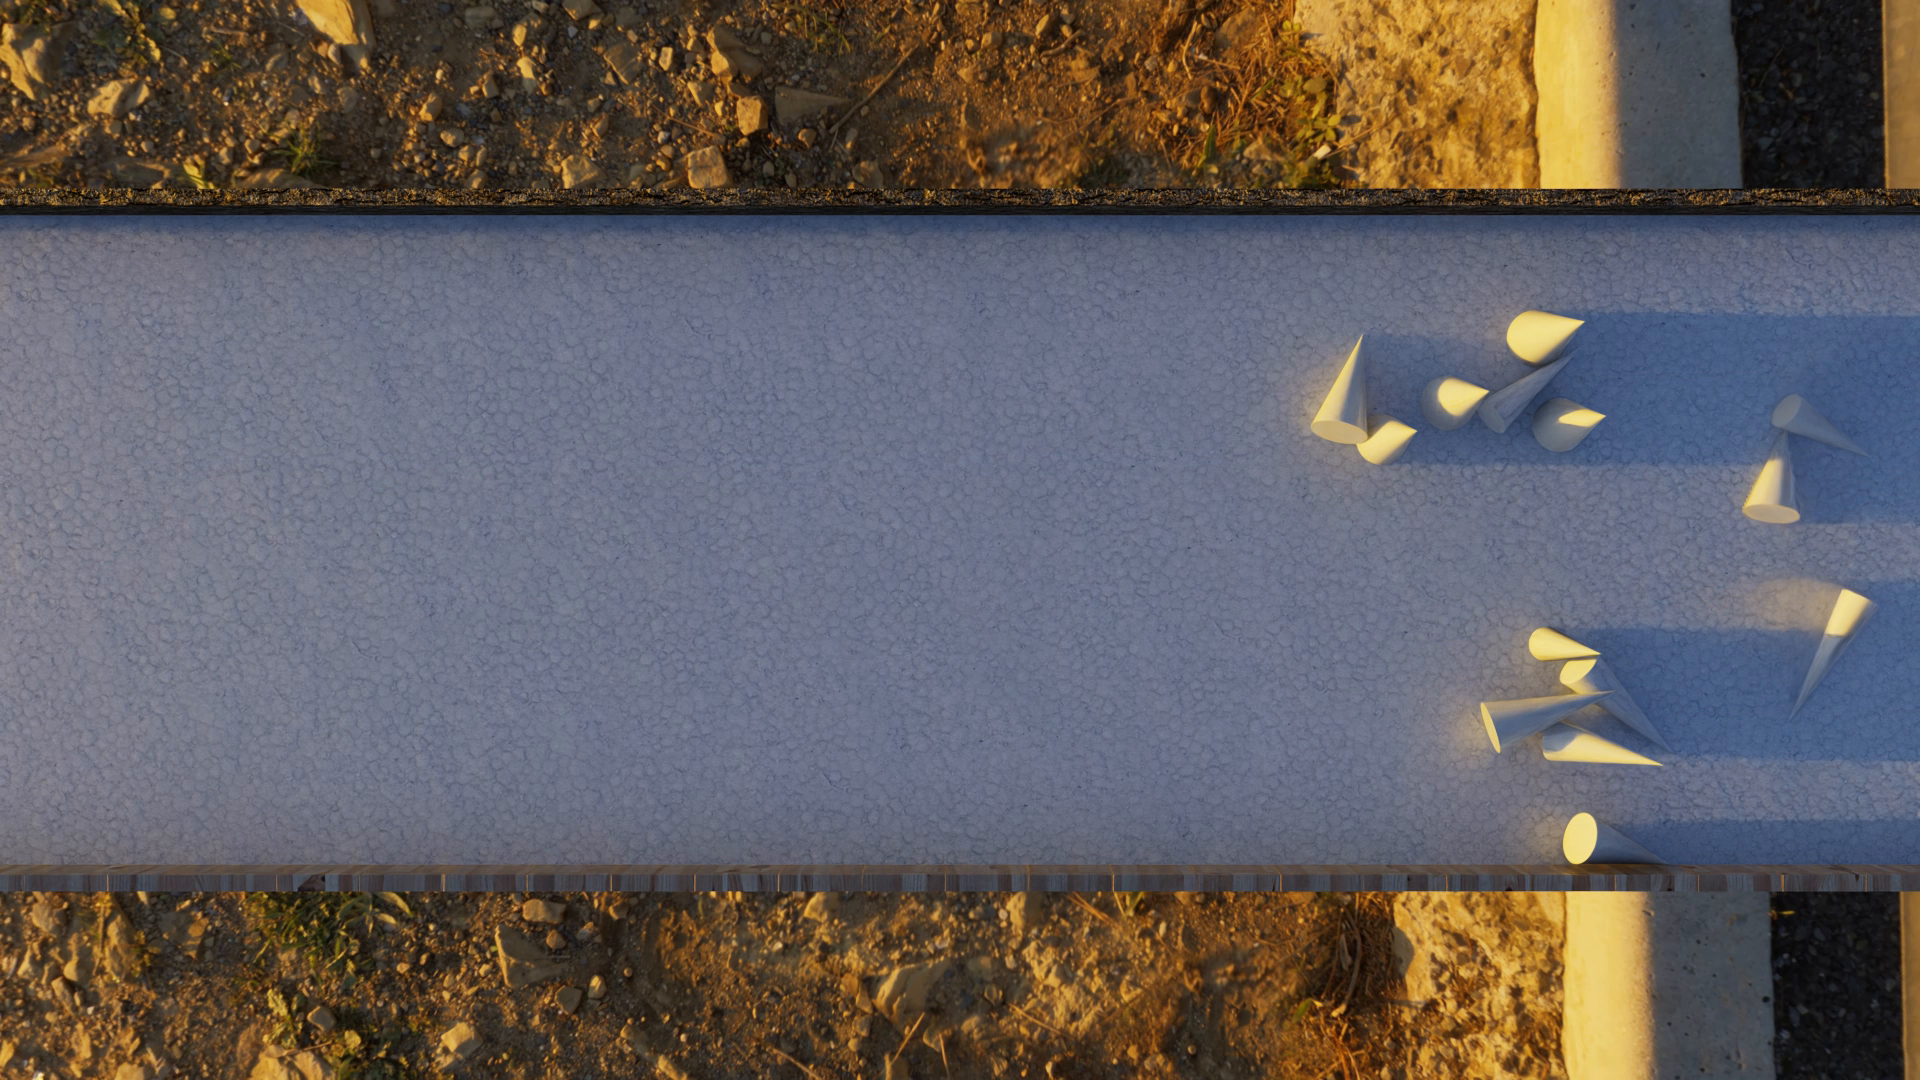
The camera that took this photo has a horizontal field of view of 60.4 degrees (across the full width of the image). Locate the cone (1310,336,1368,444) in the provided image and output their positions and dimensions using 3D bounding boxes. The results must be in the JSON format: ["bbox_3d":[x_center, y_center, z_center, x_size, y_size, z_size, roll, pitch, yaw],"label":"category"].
[{"bbox_3d":[1.194,-0.481,5.035,0.173,0.173,0.333,17,75,0],"label":"cone"}]

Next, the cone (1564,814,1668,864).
[{"bbox_3d":[2.034,0.952,5.038,0.333,0.156,0.156,17,90,-13],"label":"cone"}]

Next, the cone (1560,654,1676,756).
[{"bbox_3d":[2.041,0.525,5.042,0.437,0.139,0.139,41,90,-9],"label":"cone"}]

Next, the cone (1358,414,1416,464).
[{"bbox_3d":[1.298,-0.310,4.881,0.157,0.391,0.157,0,90,0],"label":"cone"}]

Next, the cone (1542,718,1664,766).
[{"bbox_3d":[1.924,0.628,4.897,0.138,0.350,0.138,-7,102,-37],"label":"cone"}]

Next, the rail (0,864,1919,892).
[{"bbox_3d":[-2.247,1.025,5.001,12.000,0.150,0.050,0,90,0],"label":"rail"}]

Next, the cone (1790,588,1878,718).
[{"bbox_3d":[2.645,0.368,5.049,0.110,0.110,0.438,27,97,0],"label":"cone"}]

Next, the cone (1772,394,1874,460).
[{"bbox_3d":[2.664,-0.321,5.049,0.335,0.112,0.112,26,90,-10],"label":"cone"}]

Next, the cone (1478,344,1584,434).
[{"bbox_3d":[1.768,-0.488,5.047,0.388,0.118,0.118,-37,90,-9],"label":"cone"}]

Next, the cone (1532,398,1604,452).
[{"bbox_3d":[1.846,-0.355,4.894,0.168,0.364,0.168,0,90,0],"label":"cone"}]

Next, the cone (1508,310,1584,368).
[{"bbox_3d":[1.772,-0.620,4.877,0.176,0.400,0.176,0,90,0],"label":"cone"}]

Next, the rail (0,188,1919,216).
[{"bbox_3d":[-2.247,-1.025,5.002,12.000,0.150,0.050,0,90,0],"label":"rail"}]

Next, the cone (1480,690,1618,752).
[{"bbox_3d":[1.795,0.510,4.977,0.395,0.157,0.157,-18,90,6],"label":"cone"}]

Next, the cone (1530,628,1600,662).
[{"bbox_3d":[1.805,0.321,4.859,0.106,0.435,0.106,0,90,0],"label":"cone"}]

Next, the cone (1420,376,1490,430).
[{"bbox_3d":[1.503,-0.423,4.879,0.169,0.395,0.169,0,90,0],"label":"cone"}]

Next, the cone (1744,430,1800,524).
[{"bbox_3d":[2.503,-0.221,5.038,0.156,0.156,0.303,16,75,0],"label":"cone"}]
